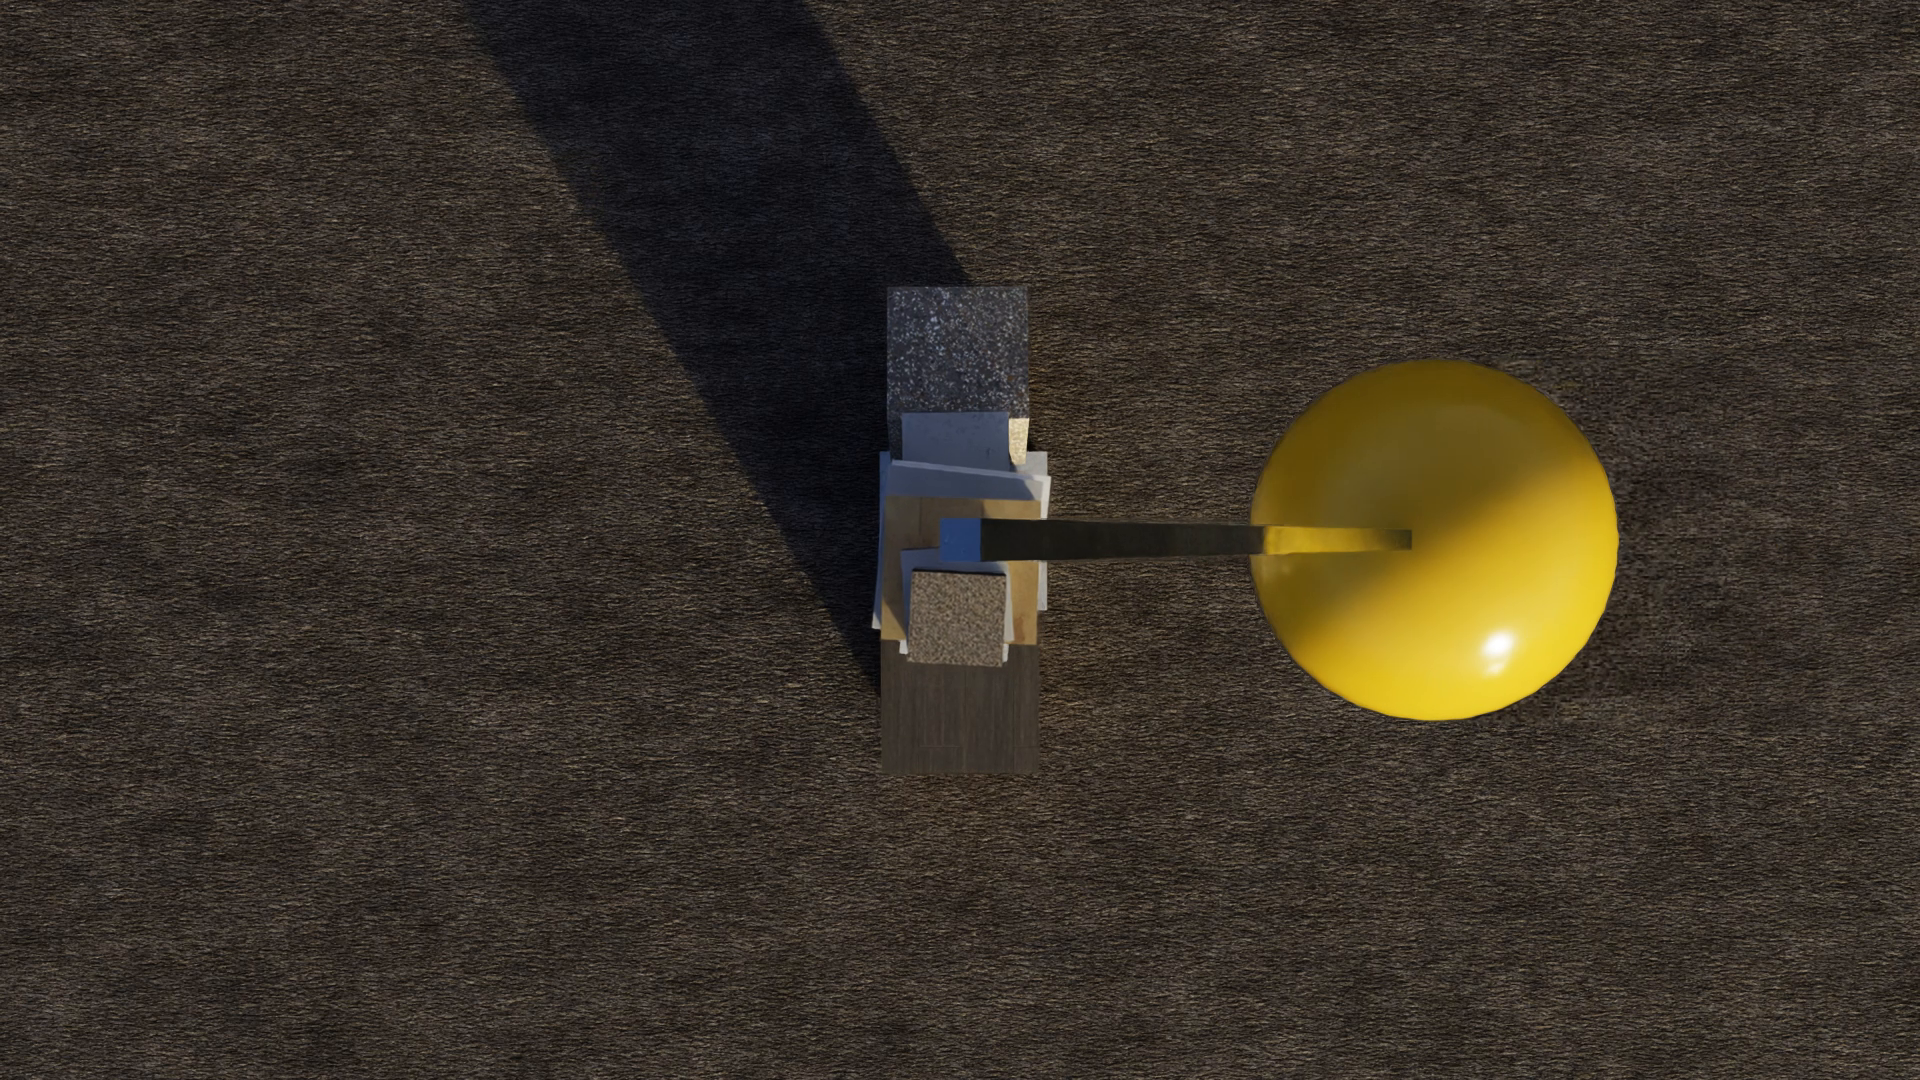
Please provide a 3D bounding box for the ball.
[{"bbox_3d":[2.074,0.000,9.705,1.600,1.600,1.600,0,90,0],"label":"ball"}]

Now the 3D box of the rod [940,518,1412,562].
[{"bbox_3d":[0.899,0.000,6.514,0.080,5.200,0.080,0,90,20],"label":"rod"}]

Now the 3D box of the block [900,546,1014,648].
[{"bbox_3d":[-0.010,0.214,8.715,0.416,0.411,0.378,-4,91,0],"label":"block"}]

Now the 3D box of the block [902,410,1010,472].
[{"bbox_3d":[-0.019,-0.410,11.134,0.527,0.527,0.481,-1,94,0],"label":"block"}]

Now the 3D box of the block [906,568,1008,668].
[{"bbox_3d":[-0.011,0.291,8.337,0.354,0.347,0.338,3,91,0],"label":"block"}]

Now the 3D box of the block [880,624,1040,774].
[{"bbox_3d":[0.000,0.812,11.826,0.825,0.670,0.729,0,100,0],"label":"block"}]

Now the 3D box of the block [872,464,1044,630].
[{"bbox_3d":[-0.011,0.059,9.854,0.670,0.760,0.708,6,91,0],"label":"block"}]

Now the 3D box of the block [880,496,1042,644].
[{"bbox_3d":[0.003,0.118,9.197,0.631,0.556,0.584,2,91,0],"label":"block"}]

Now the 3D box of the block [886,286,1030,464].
[{"bbox_3d":[-0.012,-0.876,11.837,0.736,0.730,0.740,0,73,0],"label":"block"}]

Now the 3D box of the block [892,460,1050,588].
[{"bbox_3d":[0.013,0.049,10.556,0.741,0.645,0.781,6,91,0],"label":"block"}]

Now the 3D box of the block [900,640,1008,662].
[{"bbox_3d":[-0.011,0.299,11.149,0.536,0.532,0.559,5,91,0],"label":"block"}]

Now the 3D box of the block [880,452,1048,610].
[{"bbox_3d":[0.019,-0.050,12.550,0.921,0.900,0.874,0,90,0],"label":"block"}]
